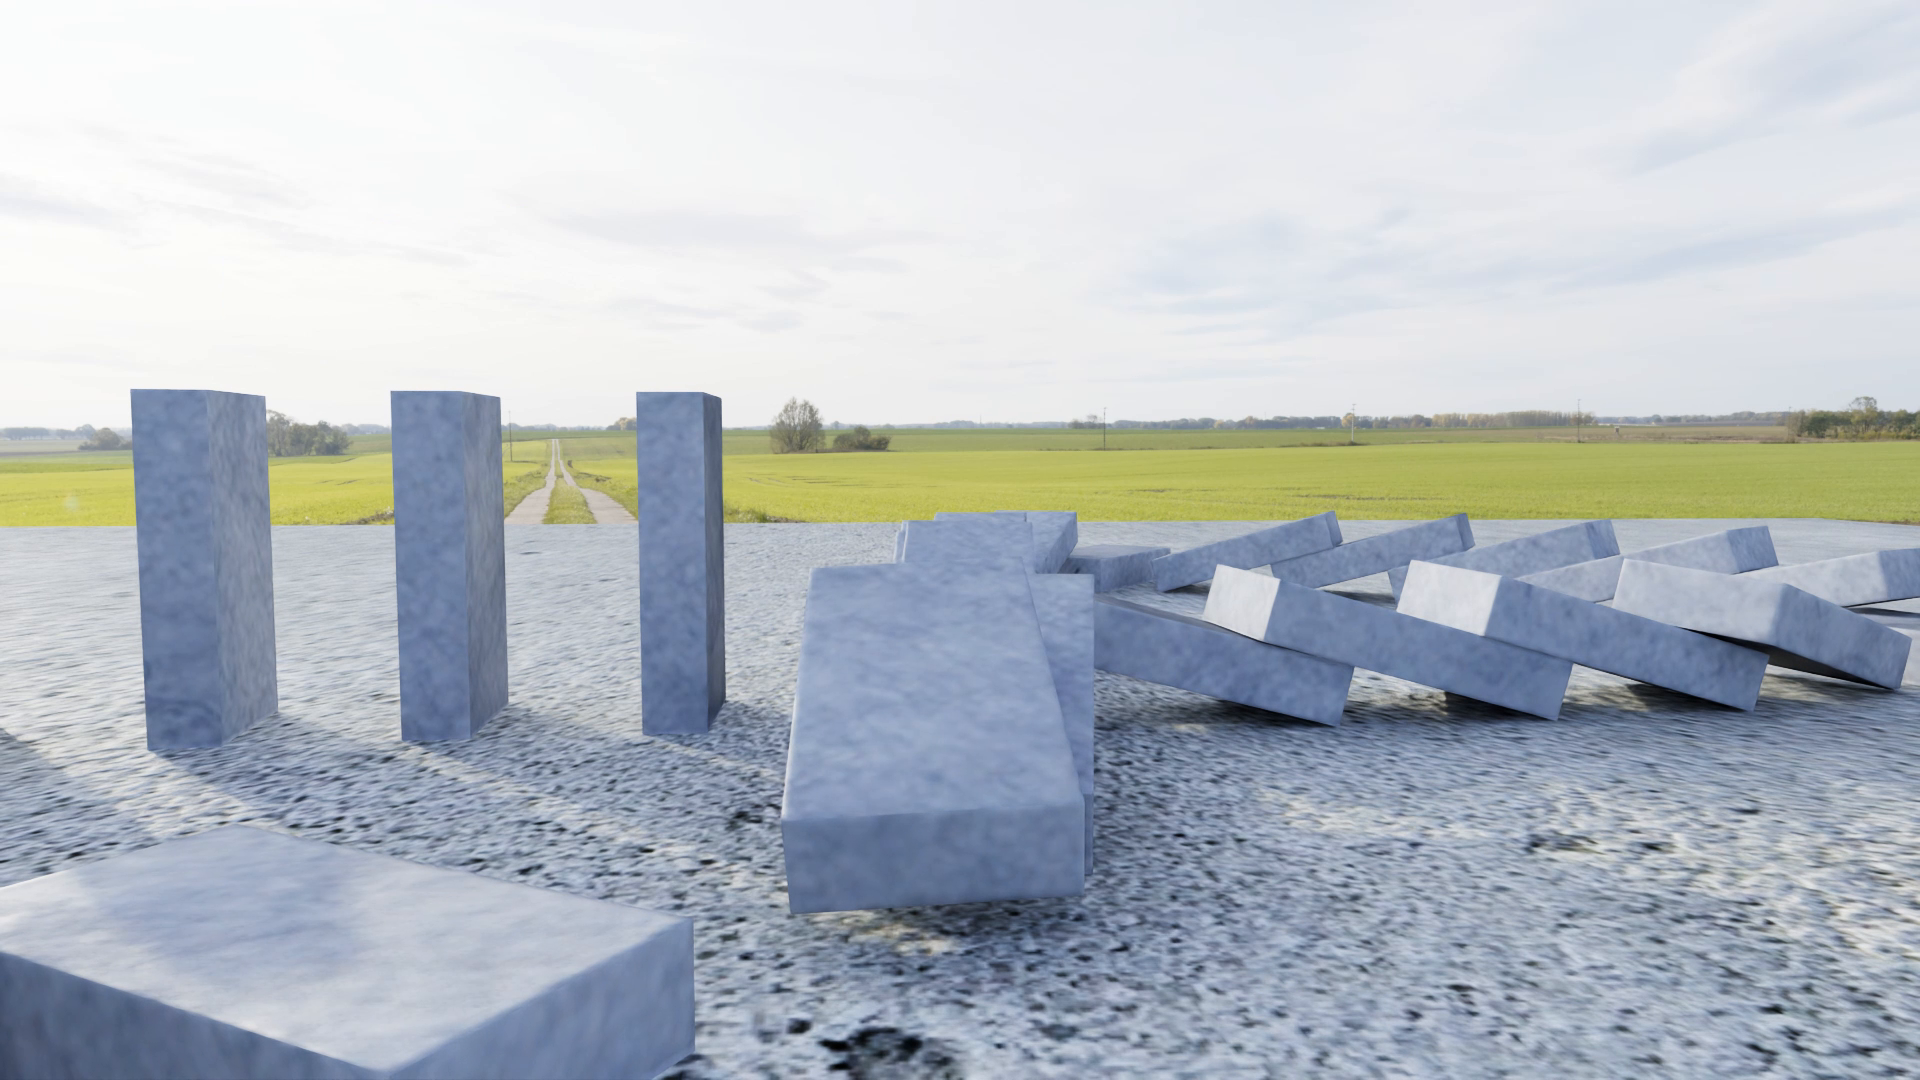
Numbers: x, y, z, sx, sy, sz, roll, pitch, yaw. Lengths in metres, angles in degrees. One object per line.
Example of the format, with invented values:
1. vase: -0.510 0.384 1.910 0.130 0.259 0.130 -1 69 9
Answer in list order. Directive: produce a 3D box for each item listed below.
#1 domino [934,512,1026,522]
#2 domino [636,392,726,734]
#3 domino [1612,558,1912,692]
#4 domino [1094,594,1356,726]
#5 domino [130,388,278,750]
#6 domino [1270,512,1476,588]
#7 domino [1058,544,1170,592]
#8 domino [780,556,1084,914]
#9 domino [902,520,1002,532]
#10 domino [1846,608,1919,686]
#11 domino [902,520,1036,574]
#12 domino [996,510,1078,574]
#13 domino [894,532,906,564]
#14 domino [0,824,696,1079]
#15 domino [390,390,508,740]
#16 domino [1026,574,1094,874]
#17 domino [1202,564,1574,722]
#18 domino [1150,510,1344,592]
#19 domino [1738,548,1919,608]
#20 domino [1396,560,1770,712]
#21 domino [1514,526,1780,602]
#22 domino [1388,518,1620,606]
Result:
1. domino: 0.003 0.006 0.332 0.025 0.009 0.050 0 21 7
2. domino: -0.043 0.003 0.199 0.009 0.050 0.025 0 4 -4
3. domino: 0.136 0.015 0.217 0.050 0.009 0.025 15 0 -34
4. domino: 0.032 0.017 0.200 0.050 0.009 0.025 14 2 -11
5. domino: -0.111 0.003 0.190 0.009 0.050 0.025 -1 4 -12
6. domino: 0.114 0.004 0.355 0.050 0.009 0.025 -17 -4 28
7. domino: 0.043 0.008 0.395 0.025 0.009 0.050 3 5 33
8. domino: -0.004 0.017 0.130 0.025 0.010 0.050 -3 23 -2
9. domino: -0.002 0.009 0.298 0.025 0.009 0.050 0 21 0
10. domino: 0.180 0.020 0.233 0.025 0.009 0.050 -1 4 -18
11. domino: 0.001 0.011 0.237 0.025 0.010 0.050 1 25 1
12. domino: 0.016 0.004 0.365 0.025 0.009 0.050 1 20 17
13. domino: -0.001 0.011 0.264 0.025 0.009 0.050 0 21 -1
14. domino: -0.047 0.031 0.090 0.050 0.009 0.025 2 5 27
15. domino: -0.077 0.003 0.195 0.009 0.050 0.025 -1 4 -7
16. domino: 0.003 0.019 0.149 0.025 0.009 0.050 0 24 6
17. domino: 0.067 0.016 0.205 0.050 0.009 0.025 15 1 -11
18. domino: 0.083 0.003 0.369 0.050 0.010 0.025 -16 -2 23
19. domino: 0.176 0.011 0.273 0.025 0.010 0.050 -2 -10 -29
20. domino: 0.101 0.015 0.210 0.050 0.009 0.025 15 1 -12
21. domino: 0.162 0.008 0.305 0.025 0.009 0.050 -4 -11 -40
22. domino: 0.140 0.006 0.332 0.050 0.009 0.025 -18 -8 39
